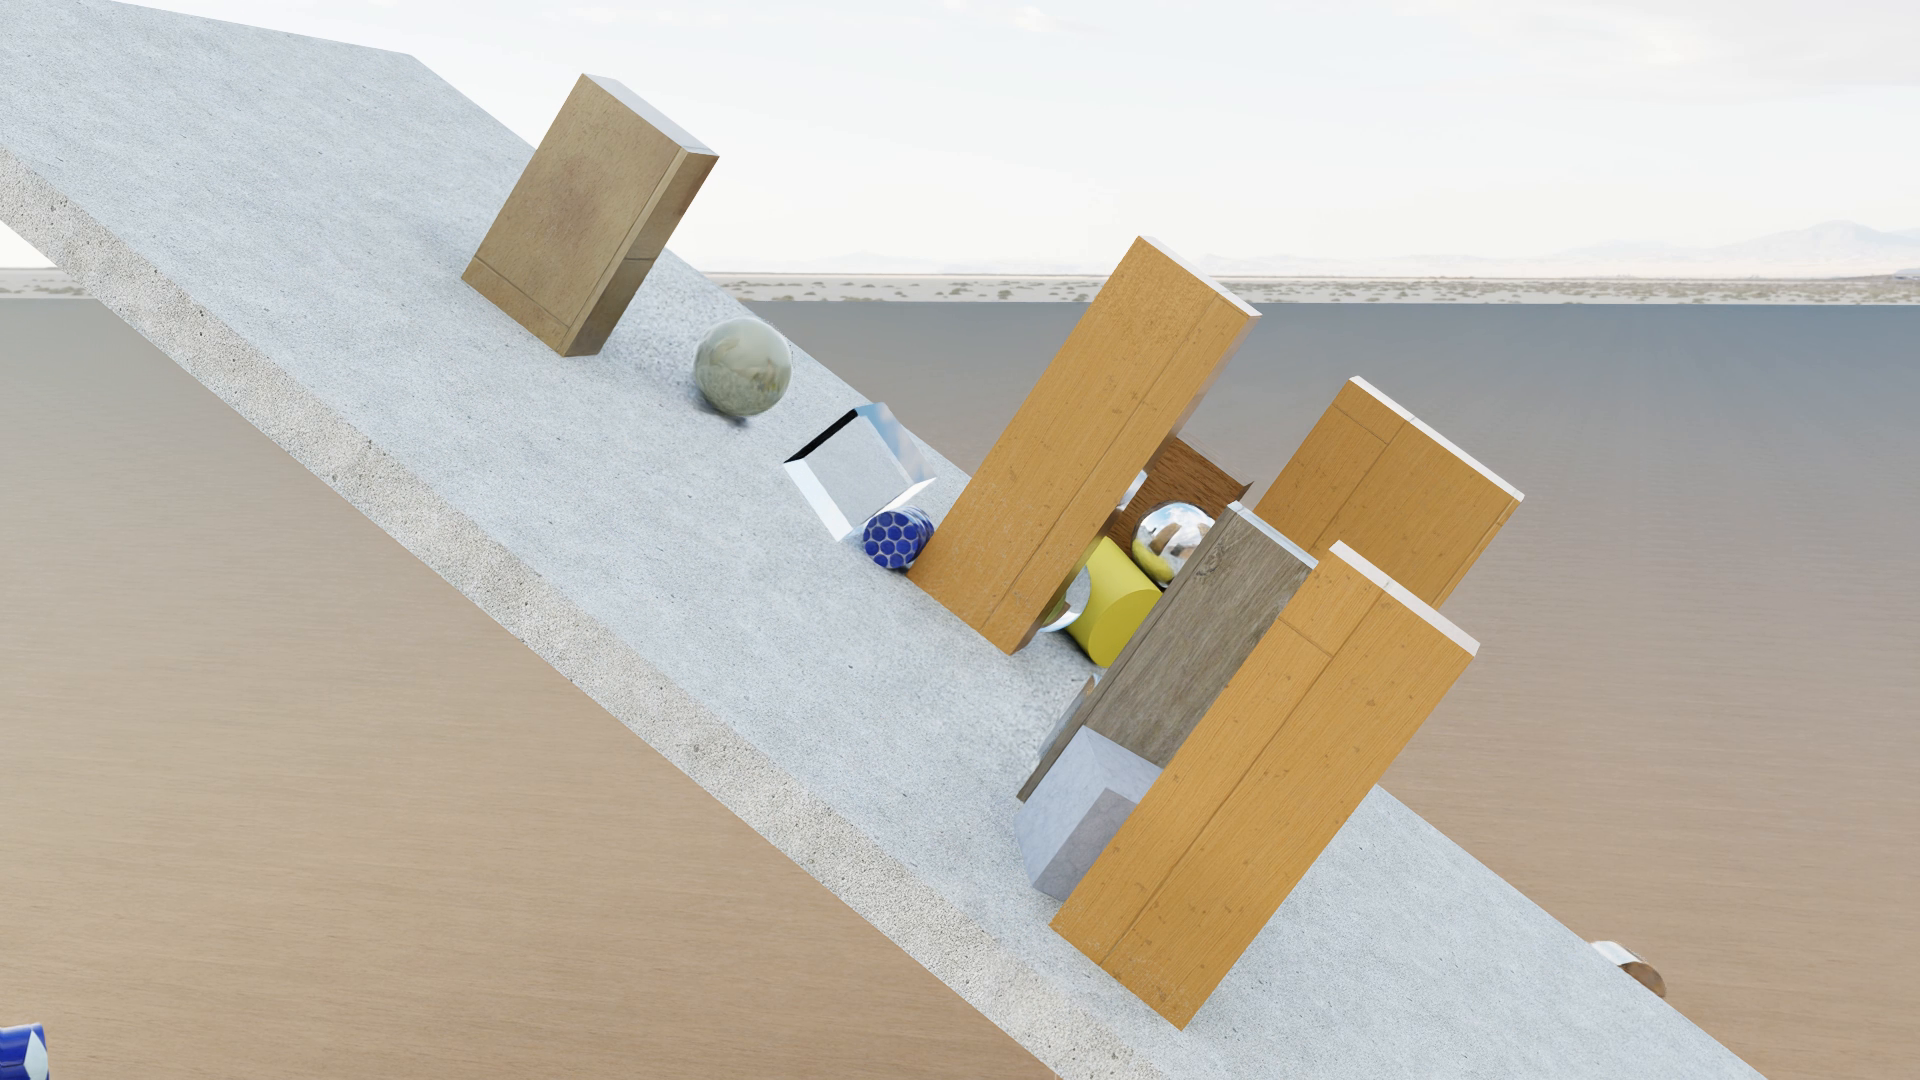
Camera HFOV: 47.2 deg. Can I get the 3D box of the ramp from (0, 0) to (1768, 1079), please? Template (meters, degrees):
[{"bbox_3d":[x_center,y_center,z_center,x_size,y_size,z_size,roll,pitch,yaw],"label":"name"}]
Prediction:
[{"bbox_3d":[-0.092,0.165,4.083,4.000,0.100,2.000,37,16,10],"label":"ramp"}]

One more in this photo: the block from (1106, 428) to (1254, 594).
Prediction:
[{"bbox_3d":[0.329,-0.067,4.658,0.396,0.425,0.131,37,16,10],"label":"block"}]

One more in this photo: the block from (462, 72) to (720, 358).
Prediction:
[{"bbox_3d":[-0.690,-0.602,4.101,0.254,0.453,0.144,37,16,10],"label":"block"}]

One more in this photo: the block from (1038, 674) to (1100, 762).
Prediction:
[{"bbox_3d":[0.253,0.364,3.689,0.170,0.170,0.170,31,16,-11],"label":"block"}]

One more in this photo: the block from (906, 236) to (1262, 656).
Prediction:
[{"bbox_3d":[0.225,-0.172,4.094,0.251,0.777,0.127,37,16,10],"label":"block"}]

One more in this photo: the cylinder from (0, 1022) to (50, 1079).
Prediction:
[{"bbox_3d":[-2.123,1.173,4.849,0.188,0.188,0.188,-4,8,-30],"label":"cylinder"}]

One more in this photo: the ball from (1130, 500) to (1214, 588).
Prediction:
[{"bbox_3d":[0.438,0.008,4.467,0.183,0.183,0.183,0,7,0],"label":"ball"}]

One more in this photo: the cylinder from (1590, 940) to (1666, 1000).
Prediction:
[{"bbox_3d":[1.634,1.106,5.470,0.173,0.173,0.173,-1,7,-7],"label":"cylinder"}]

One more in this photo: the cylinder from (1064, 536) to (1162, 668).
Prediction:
[{"bbox_3d":[0.291,0.123,4.445,0.194,0.194,0.194,-4,36,-33],"label":"cylinder"}]

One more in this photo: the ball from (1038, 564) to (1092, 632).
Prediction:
[{"bbox_3d":[0.166,0.089,4.307,0.184,0.184,0.184,0,7,0],"label":"ball"}]

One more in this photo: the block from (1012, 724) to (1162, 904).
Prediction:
[{"bbox_3d":[0.227,0.445,3.350,0.194,0.194,0.194,30,16,-18],"label":"block"}]

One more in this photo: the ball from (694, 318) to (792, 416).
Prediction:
[{"bbox_3d":[-0.429,-0.342,4.347,0.196,0.196,0.196,0,7,0],"label":"ball"}]

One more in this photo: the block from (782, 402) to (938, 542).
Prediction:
[{"bbox_3d":[-0.188,-0.131,4.159,0.179,0.179,0.179,-37,-4,17],"label":"block"}]

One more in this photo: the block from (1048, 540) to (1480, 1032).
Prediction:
[{"bbox_3d":[0.424,0.350,3.113,0.241,0.685,0.110,37,16,10],"label":"block"}]

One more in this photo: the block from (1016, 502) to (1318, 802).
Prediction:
[{"bbox_3d":[0.420,0.296,3.455,0.405,0.585,0.081,37,16,10],"label":"block"}]

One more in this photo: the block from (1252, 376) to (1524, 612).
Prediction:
[{"bbox_3d":[0.727,0.096,4.385,0.402,0.746,0.141,37,16,10],"label":"block"}]
